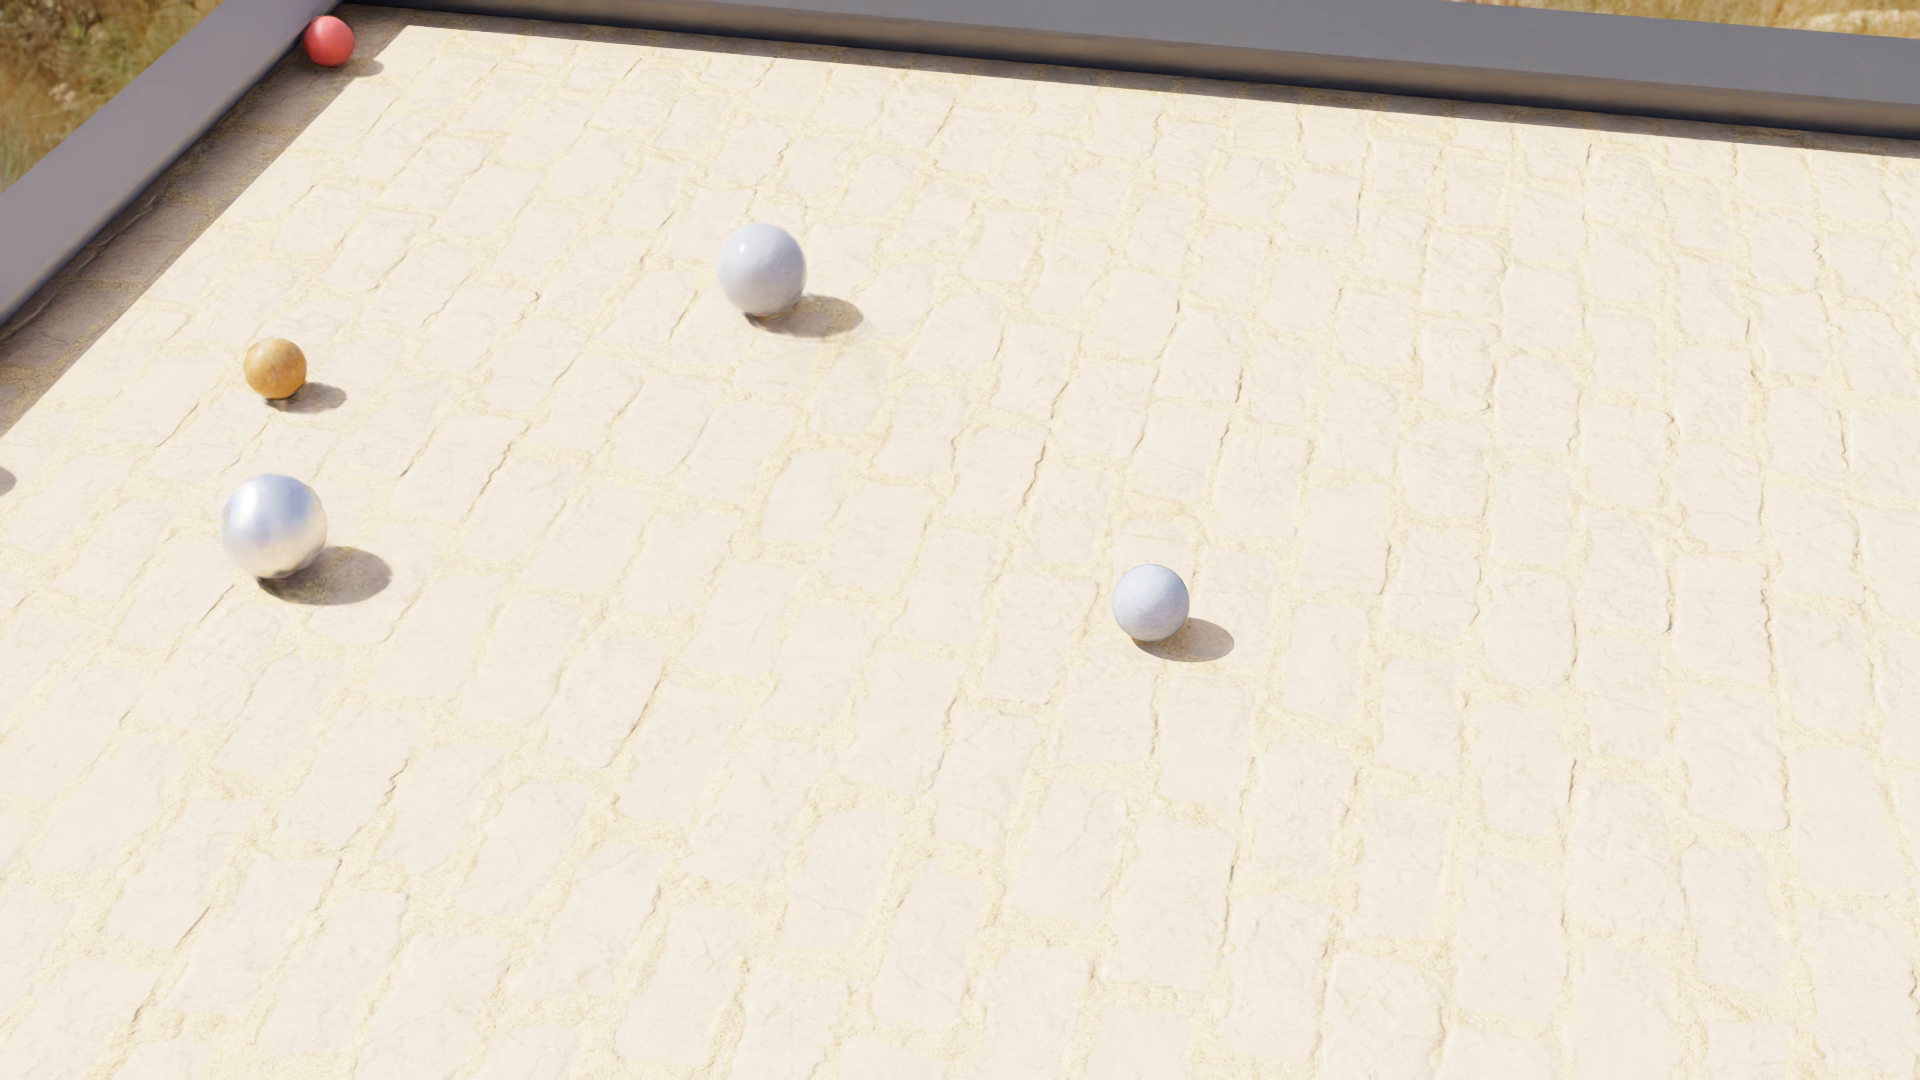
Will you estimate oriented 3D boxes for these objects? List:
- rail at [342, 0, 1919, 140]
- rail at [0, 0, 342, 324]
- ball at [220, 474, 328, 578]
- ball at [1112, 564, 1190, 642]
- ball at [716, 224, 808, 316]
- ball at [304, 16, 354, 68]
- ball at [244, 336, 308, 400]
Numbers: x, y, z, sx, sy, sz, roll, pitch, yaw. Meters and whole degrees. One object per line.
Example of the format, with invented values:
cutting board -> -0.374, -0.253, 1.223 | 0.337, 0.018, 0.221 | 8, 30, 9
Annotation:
rail -> 1.089, -0.421, 2.520 | 3.662, 0.106, 0.045 | 7, 35, 10
rail -> -0.872, -0.123, 2.083 | 0.045, 0.106, 1.902 | 7, 35, 10
ball -> -0.520, -0.010, 1.944 | 0.080, 0.080, 0.080 | 0, 34, 0
ball -> 0.140, 0.046, 1.881 | 0.057, 0.057, 0.057 | 0, 34, 0
ball -> -0.176, -0.240, 2.278 | 0.082, 0.082, 0.082 | 0, 34, 0
ball -> -0.671, -0.530, 2.728 | 0.053, 0.053, 0.053 | 0, 34, 0
ball -> -0.577, -0.145, 2.165 | 0.053, 0.053, 0.053 | 0, 34, 0
